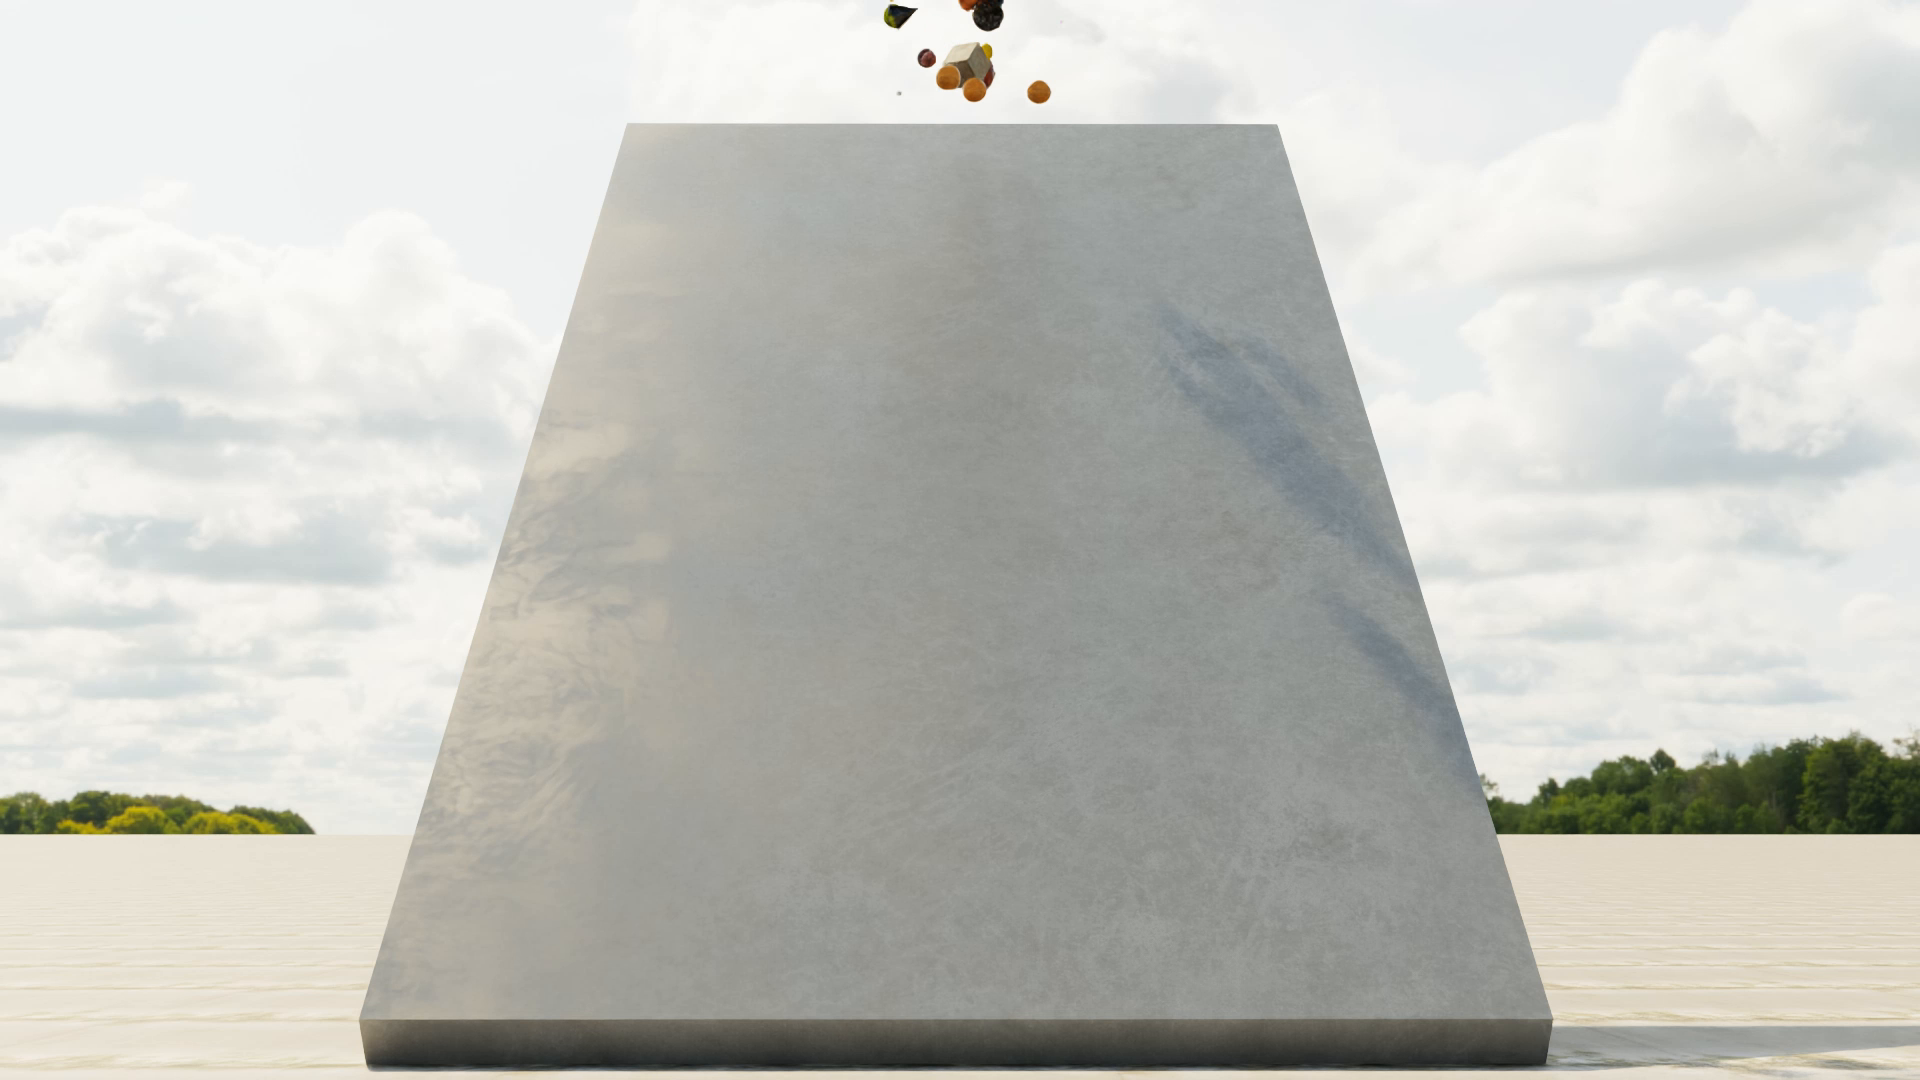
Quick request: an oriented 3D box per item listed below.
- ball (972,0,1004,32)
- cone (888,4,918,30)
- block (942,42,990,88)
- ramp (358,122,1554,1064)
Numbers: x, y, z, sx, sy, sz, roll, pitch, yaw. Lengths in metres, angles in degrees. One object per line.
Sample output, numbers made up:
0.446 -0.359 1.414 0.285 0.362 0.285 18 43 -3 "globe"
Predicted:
0.082 -1.544 7.176 0.092 0.092 0.092 0 -7 0 "ball"
-0.158 -1.534 7.095 0.081 0.081 0.081 -20 -8 2 "cone"
0.020 -1.413 7.250 0.091 0.091 0.091 -2 -44 34 "block"
-0.014 -0.197 5.811 2.000 0.100 4.000 0 31 0 "ramp"
